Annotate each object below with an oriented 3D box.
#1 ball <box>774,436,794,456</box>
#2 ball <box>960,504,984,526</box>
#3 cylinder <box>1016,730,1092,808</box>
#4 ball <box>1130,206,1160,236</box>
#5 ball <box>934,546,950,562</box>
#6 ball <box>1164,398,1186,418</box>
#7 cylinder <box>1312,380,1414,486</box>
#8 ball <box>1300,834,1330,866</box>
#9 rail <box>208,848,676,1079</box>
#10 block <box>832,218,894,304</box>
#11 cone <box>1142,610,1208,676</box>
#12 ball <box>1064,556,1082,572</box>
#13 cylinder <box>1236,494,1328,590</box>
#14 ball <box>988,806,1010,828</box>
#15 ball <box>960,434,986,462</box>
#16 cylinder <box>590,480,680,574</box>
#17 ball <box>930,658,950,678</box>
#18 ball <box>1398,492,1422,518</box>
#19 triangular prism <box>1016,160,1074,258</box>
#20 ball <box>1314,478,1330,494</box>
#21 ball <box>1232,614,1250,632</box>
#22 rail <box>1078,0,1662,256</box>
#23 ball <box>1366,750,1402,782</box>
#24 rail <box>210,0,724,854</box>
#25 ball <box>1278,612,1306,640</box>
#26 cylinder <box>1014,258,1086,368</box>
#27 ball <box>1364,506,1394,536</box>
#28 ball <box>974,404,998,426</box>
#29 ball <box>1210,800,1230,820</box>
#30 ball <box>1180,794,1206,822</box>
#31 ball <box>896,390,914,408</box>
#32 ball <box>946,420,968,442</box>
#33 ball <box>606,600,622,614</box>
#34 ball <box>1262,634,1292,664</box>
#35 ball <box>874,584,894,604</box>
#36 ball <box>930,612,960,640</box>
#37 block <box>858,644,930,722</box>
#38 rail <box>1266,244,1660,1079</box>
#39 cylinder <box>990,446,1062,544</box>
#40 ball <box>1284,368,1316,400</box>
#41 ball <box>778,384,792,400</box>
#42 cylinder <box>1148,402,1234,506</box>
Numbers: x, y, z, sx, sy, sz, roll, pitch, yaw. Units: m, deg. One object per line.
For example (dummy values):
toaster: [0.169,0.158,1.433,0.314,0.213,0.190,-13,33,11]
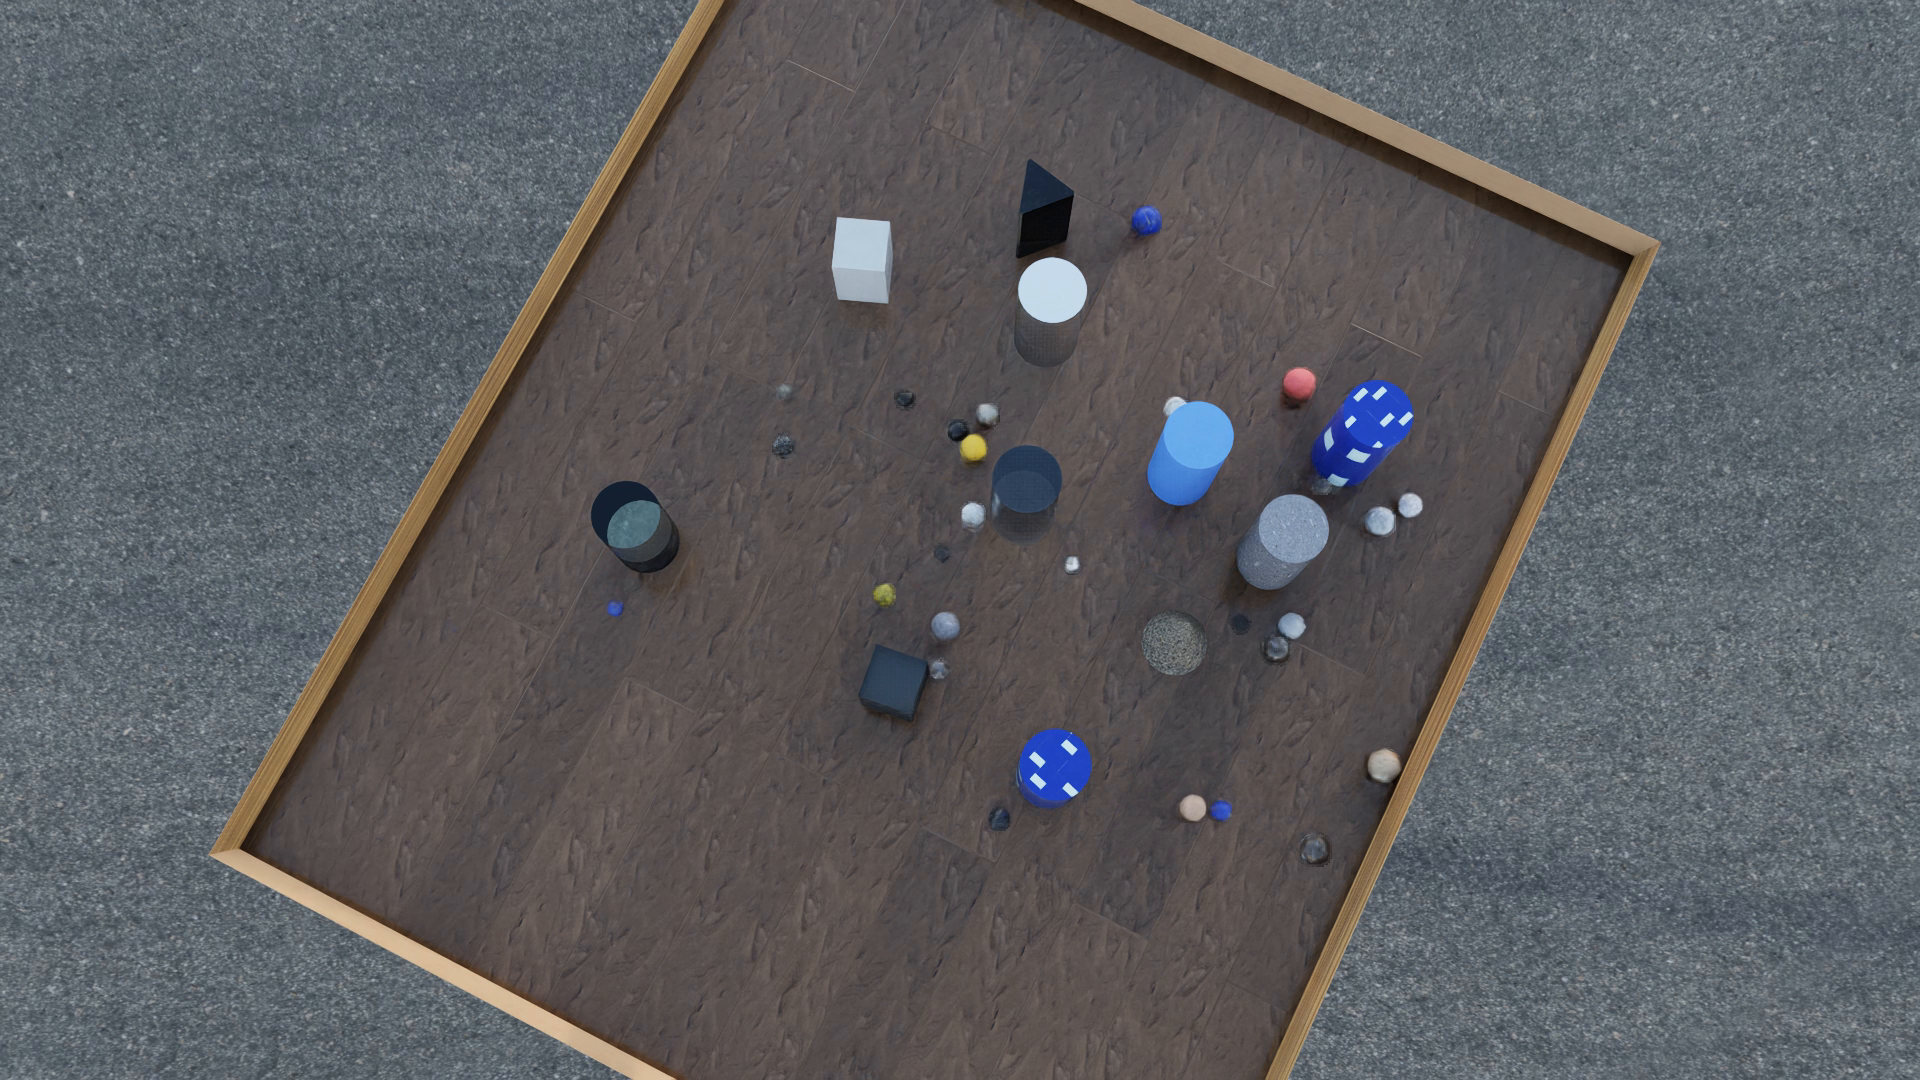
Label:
ball: [-0.542,-0.291,5.644,0.065,0.065,0.065,0,78,0]
ball: [0.039,-0.076,5.595,0.072,0.072,0.072,0,78,0]
cylinder: [0.266,0.664,5.282,0.199,0.386,0.199,0,78,0]
ball: [0.585,-1.006,5.777,0.093,0.093,0.093,0,78,0]
ball: [-0.054,0.042,5.582,0.052,0.052,0.052,0,78,0]
ball: [0.668,-0.406,5.665,0.071,0.071,0.071,0,78,0]
cylinder: [1.187,-0.309,5.435,0.199,0.481,0.199,0,78,0]
ball: [1.042,0.909,5.382,0.092,0.092,0.092,0,78,0]
rail: [-0.798,1.571,5.224,3.050,0.129,0.045,26,80,5]
block: [-0.298,-0.858,5.646,0.159,0.291,0.159,5,78,1]
cone: [0.650,0.273,5.367,0.199,0.378,0.199,0,78,0]
ball: [0.343,0.074,5.575,0.052,0.052,0.052,0,78,0]
cylinder: [0.944,0.011,5.394,0.199,0.432,0.199,0,78,0]
ball: [0.116,0.820,5.414,0.065,0.065,0.065,0,78,0]
ball: [0.041,-0.283,5.633,0.082,0.082,0.082,0,78,0]
cylinder: [-0.958,-0.035,5.431,0.199,0.378,0.199,0,78,0]
ball: [-0.063,0.387,5.506,0.060,0.060,0.060,0,78,0]
ball: [1.376,-0.107,5.601,0.074,0.074,0.074,0,78,0]
triangular prism: [0.233,-1.030,5.637,0.172,0.377,0.149,-21,79,-4]
ball: [1.110,-0.166,5.627,0.047,0.047,0.047,0,78,0]
ball: [0.849,0.252,5.538,0.051,0.051,0.051,0,78,0]
rail: [0.798,-1.557,5.872,3.050,0.129,0.045,26,80,5]
ball: [1.256,0.669,5.427,0.099,0.099,0.099,0,78,0]
rail: [-1.343,-0.651,5.684,0.045,0.129,3.618,26,80,5]
ball: [1.000,0.259,5.523,0.079,0.079,0.079,0,78,0]
cylinder: [0.269,-0.681,5.533,0.199,0.440,0.199,0,78,0]
ball: [1.279,-0.058,5.583,0.090,0.090,0.090,0,78,0]
ball: [0.082,-0.385,5.660,0.071,0.071,0.071,0,78,0]
ball: [0.771,0.799,5.421,0.058,0.058,0.058,0,78,0]
ball: [0.689,0.791,5.412,0.079,0.079,0.079,0,78,0]
ball: [-0.170,-0.437,5.678,0.058,0.058,0.058,0,78,0]
ball: [-0.007,-0.336,5.652,0.066,0.066,0.066,0,78,0]
ball: [-1.048,0.204,5.551,0.046,0.046,0.046,0,78,0]
ball: [0.951,0.327,5.502,0.092,0.092,0.092,0,78,0]
ball: [-0.229,0.165,5.550,0.063,0.063,0.063,0,78,0]
ball: [-0.044,0.260,5.519,0.086,0.086,0.086,0,78,0]
block: [-0.193,0.425,5.405,0.159,0.241,0.159,18,79,4]
rail: [1.343,0.664,5.412,0.045,0.129,3.618,26,80,5]
cylinder: [0.191,-0.127,5.414,0.199,0.449,0.199,0,78,0]
ball: [1.050,-0.480,5.665,0.099,0.099,0.099,0,78,0]
ball: [-0.543,-0.460,5.688,0.046,0.046,0.046,0,78,0]
cylinder: [0.678,-0.251,5.431,0.199,0.466,0.199,0,78,0]
